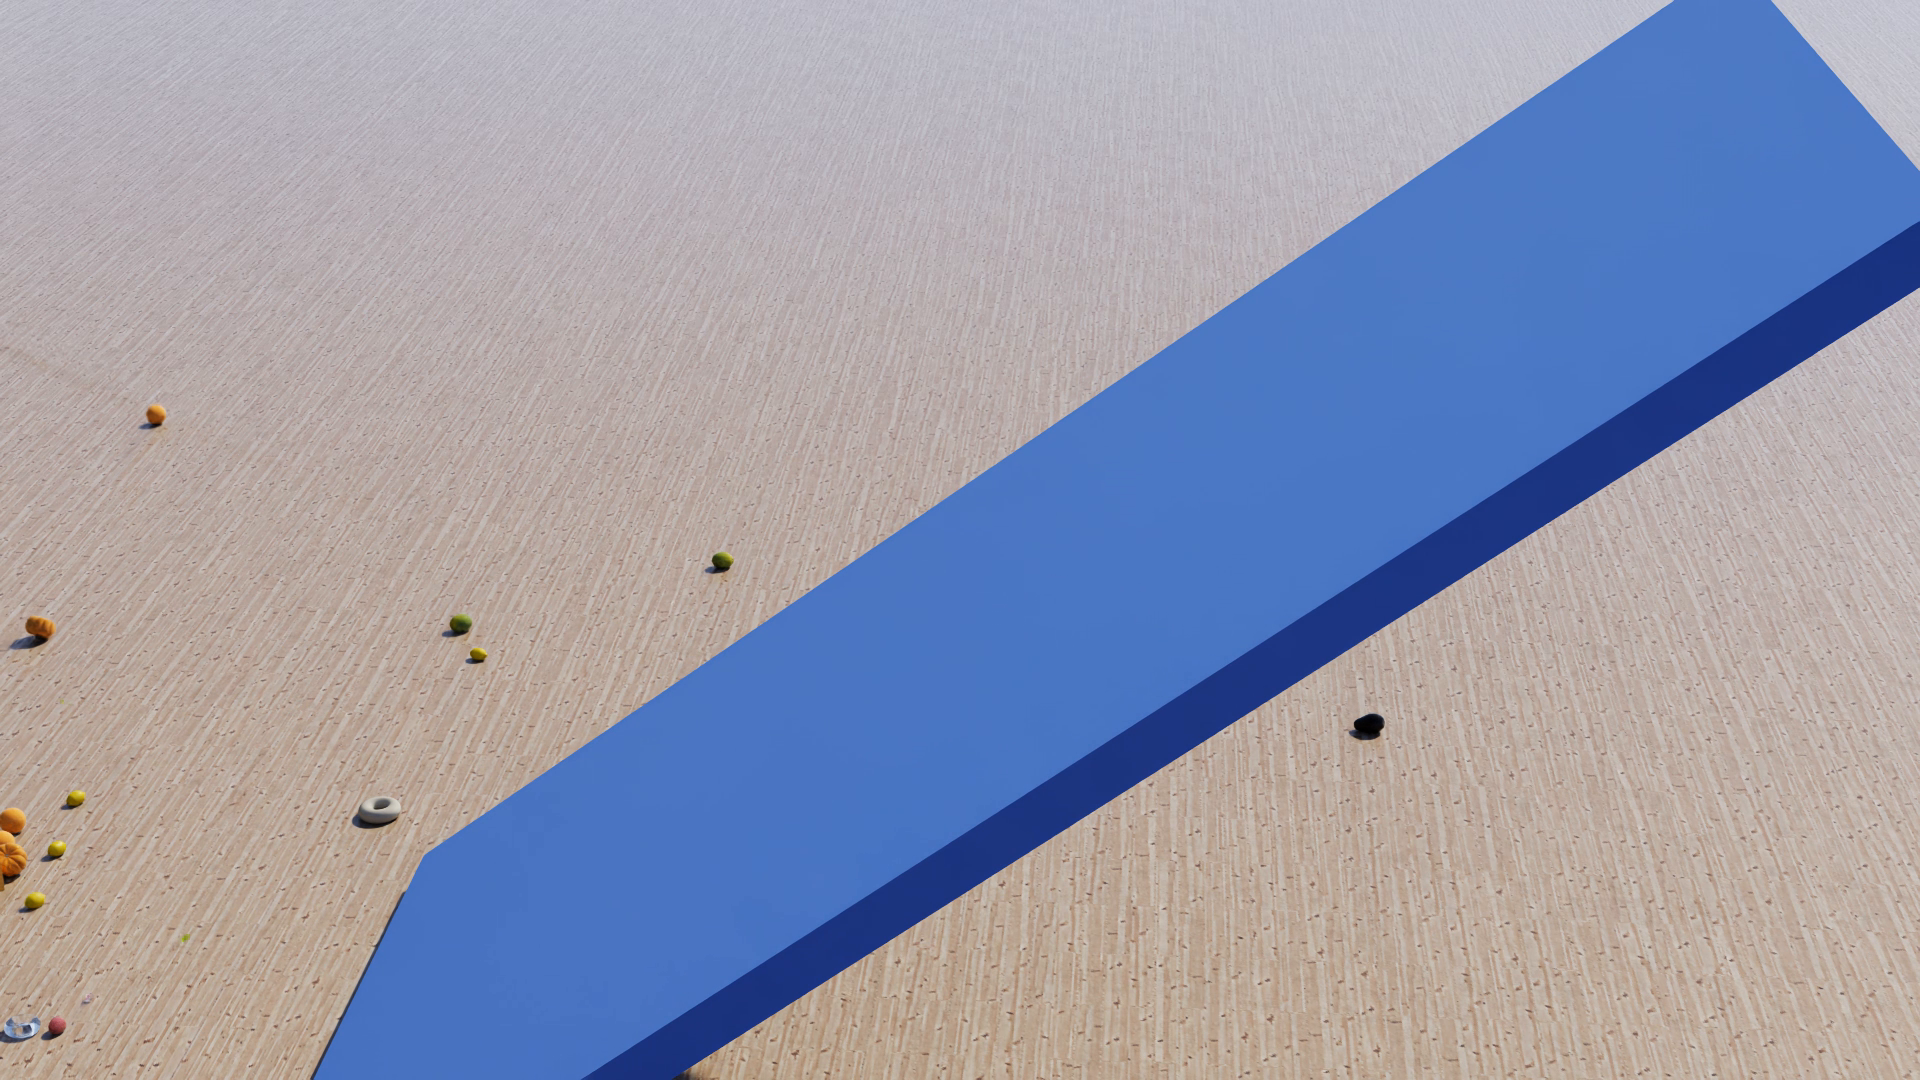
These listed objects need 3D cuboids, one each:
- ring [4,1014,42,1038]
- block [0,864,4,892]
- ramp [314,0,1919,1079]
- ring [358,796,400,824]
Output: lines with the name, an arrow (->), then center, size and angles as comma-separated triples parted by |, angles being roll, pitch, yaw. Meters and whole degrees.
ring -> -2.274, 1.179, 7.135 | 0.087, 0.029, 0.087 | 1, 23, 0
block -> -2.587, 0.881, 7.777 | 0.087, 0.087, 0.087 | -14, 26, -30
ramp -> 0.129, 0.179, 6.321 | 4.000, 0.100, 2.000 | -34, 16, 16
ring -> -1.610, 0.749, 8.160 | 0.117, 0.039, 0.117 | -1, 23, 0
